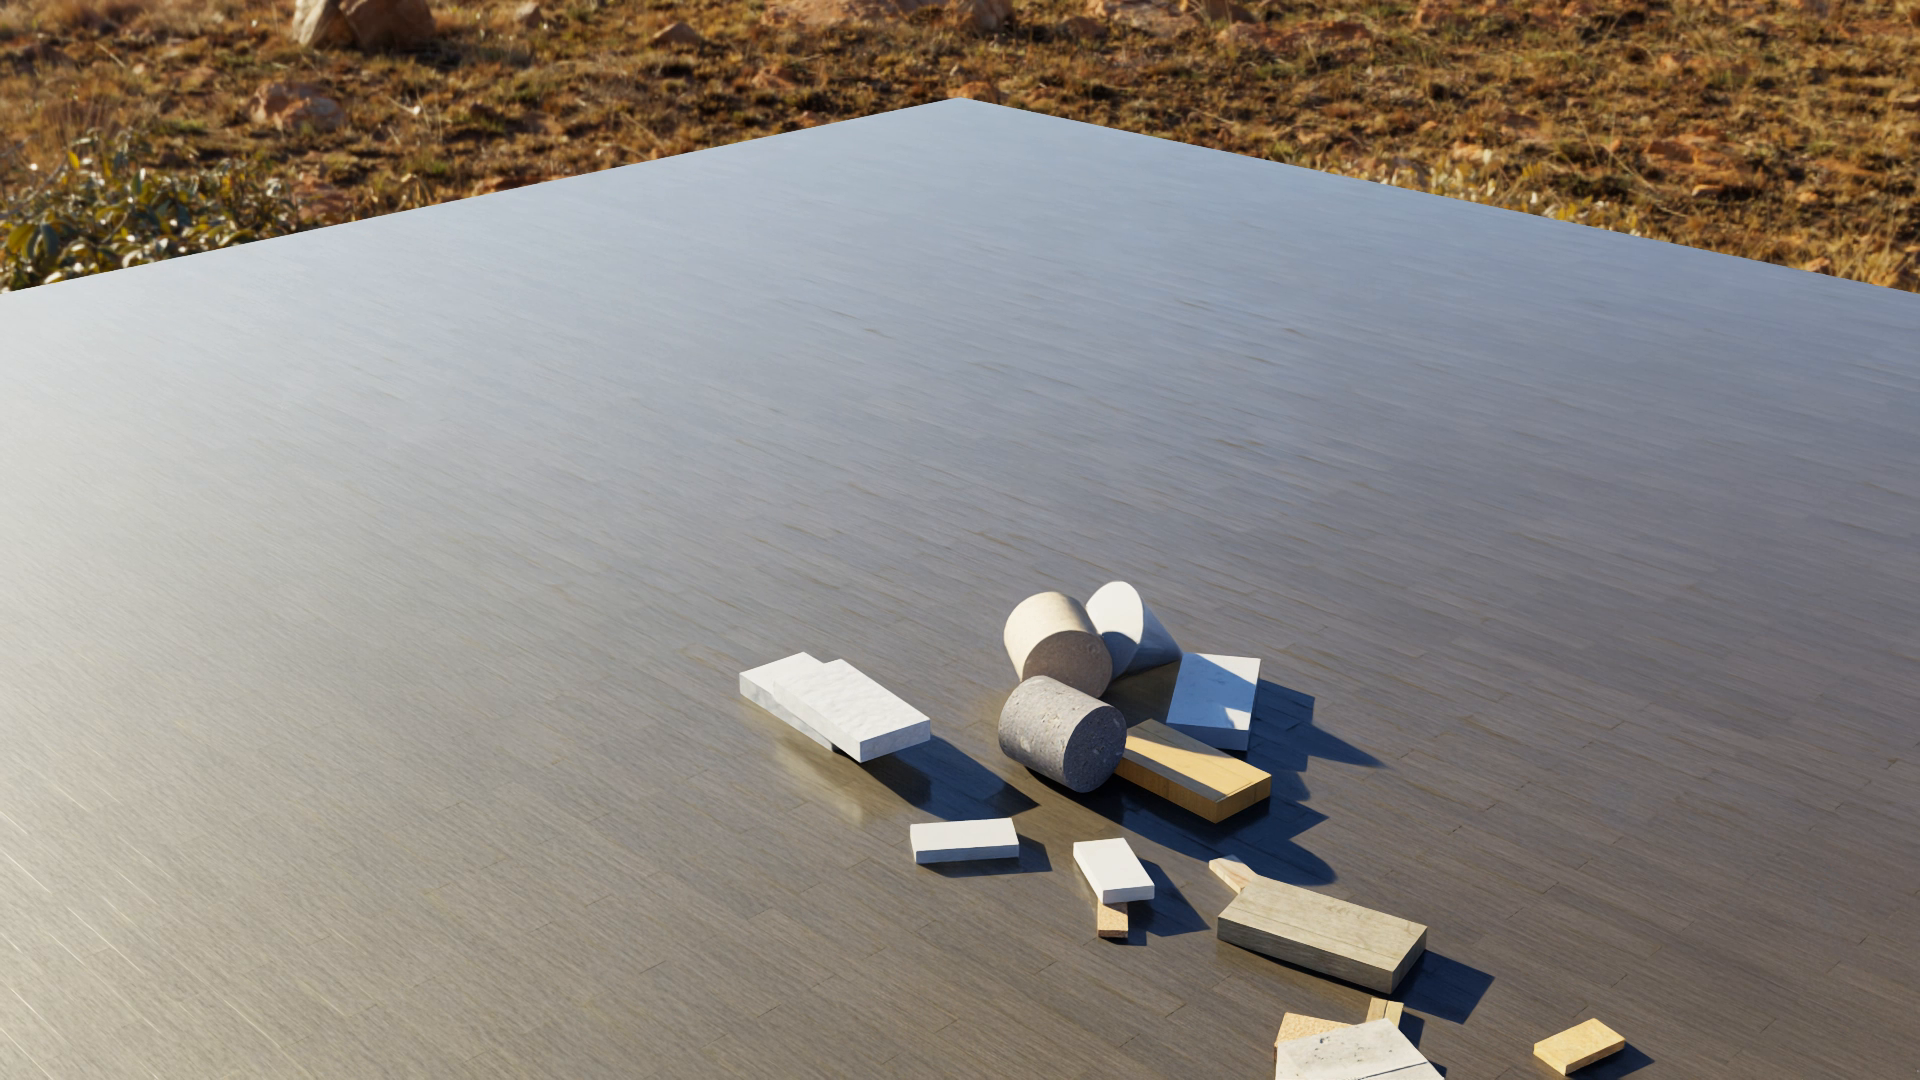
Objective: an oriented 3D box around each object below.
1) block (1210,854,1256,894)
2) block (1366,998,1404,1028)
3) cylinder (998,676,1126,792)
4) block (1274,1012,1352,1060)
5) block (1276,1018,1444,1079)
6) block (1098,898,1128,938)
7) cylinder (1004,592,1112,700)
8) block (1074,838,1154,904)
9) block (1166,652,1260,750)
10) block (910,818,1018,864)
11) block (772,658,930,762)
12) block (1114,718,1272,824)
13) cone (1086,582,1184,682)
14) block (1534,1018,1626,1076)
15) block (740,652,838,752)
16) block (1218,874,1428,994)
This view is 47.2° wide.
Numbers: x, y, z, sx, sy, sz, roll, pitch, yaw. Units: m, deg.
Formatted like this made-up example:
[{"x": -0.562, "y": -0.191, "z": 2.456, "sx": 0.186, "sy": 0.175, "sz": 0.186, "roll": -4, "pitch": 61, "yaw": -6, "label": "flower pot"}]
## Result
[{"x": 0.532, "y": 0.643, "z": 4.226, "sx": 0.054, "sy": 0.015, "sz": 0.109, "roll": -11, "pitch": 25, "yaw": -24, "label": "block"}, {"x": 0.728, "y": 0.830, "z": 3.786, "sx": 0.054, "sy": 0.015, "sz": 0.109, "roll": 7, "pitch": 24, "yaw": 17, "label": "block"}, {"x": 0.213, "y": 0.402, "z": 4.571, "sx": 0.190, "sy": 0.190, "sz": 0.190, "roll": -20, "pitch": 30, "yaw": -39, "label": "cylinder"}, {"x": 0.639, "y": 0.856, "z": 3.708, "sx": 0.202, "sy": 0.029, "sz": 0.101, "roll": 7, "pitch": 24, "yaw": 17, "label": "block"}, {"x": 0.619, "y": 0.894, "z": 3.404, "sx": 0.194, "sy": 0.194, "sz": 0.194, "roll": -8, "pitch": 24, "yaw": -19, "label": "block"}, {"x": 0.284, "y": 0.701, "z": 4.088, "sx": 0.054, "sy": 0.015, "sz": 0.109, "roll": 1, "pitch": 23, "yaw": 3, "label": "block"}, {"x": 0.218, "y": 0.250, "z": 4.912, "sx": 0.203, "sy": 0.203, "sz": 0.203, "roll": -4, "pitch": 23, "yaw": -9, "label": "cylinder"}, {"x": 0.294, "y": 0.632, "z": 4.211, "sx": 0.101, "sy": 0.029, "sz": 0.202, "roll": -4, "pitch": 19, "yaw": -12, "label": "block"}, {"x": 0.562, "y": 0.354, "z": 4.864, "sx": 0.175, "sy": 0.050, "sz": 0.351, "roll": 5, "pitch": 23, "yaw": 11, "label": "block"}, {"x": 0.008, "y": 0.592, "z": 4.329, "sx": 0.203, "sy": 0.029, "sz": 0.101, "roll": -3, "pitch": 23, "yaw": -7, "label": "block"}, {"x": -0.235, "y": 0.363, "z": 4.715, "sx": 0.175, "sy": 0.050, "sz": 0.351, "roll": -15, "pitch": 27, "yaw": -32, "label": "block"}, {"x": 0.462, "y": 0.477, "z": 4.576, "sx": 0.169, "sy": 0.048, "sz": 0.337, "roll": -20, "pitch": 30, "yaw": -38, "label": "block"}, {"x": 0.433, "y": 0.243, "z": 5.049, "sx": 0.242, "sy": 0.242, "sz": 0.242, "roll": 18, "pitch": 11, "yaw": -32, "label": "cone"}, {"x": 1.047, "y": 0.856, "z": 3.718, "sx": 0.140, "sy": 0.020, "sz": 0.070, "roll": -14, "pitch": 27, "yaw": -29, "label": "block"}, {"x": -0.316, "y": 0.354, "z": 4.863, "sx": 0.176, "sy": 0.050, "sz": 0.351, "roll": -17, "pitch": 29, "yaw": -35, "label": "block"}, {"x": 0.660, "y": 0.716, "z": 4.012, "sx": 0.337, "sy": 0.048, "sz": 0.169, "roll": 14, "pitch": 27, "yaw": 29, "label": "block"}]
